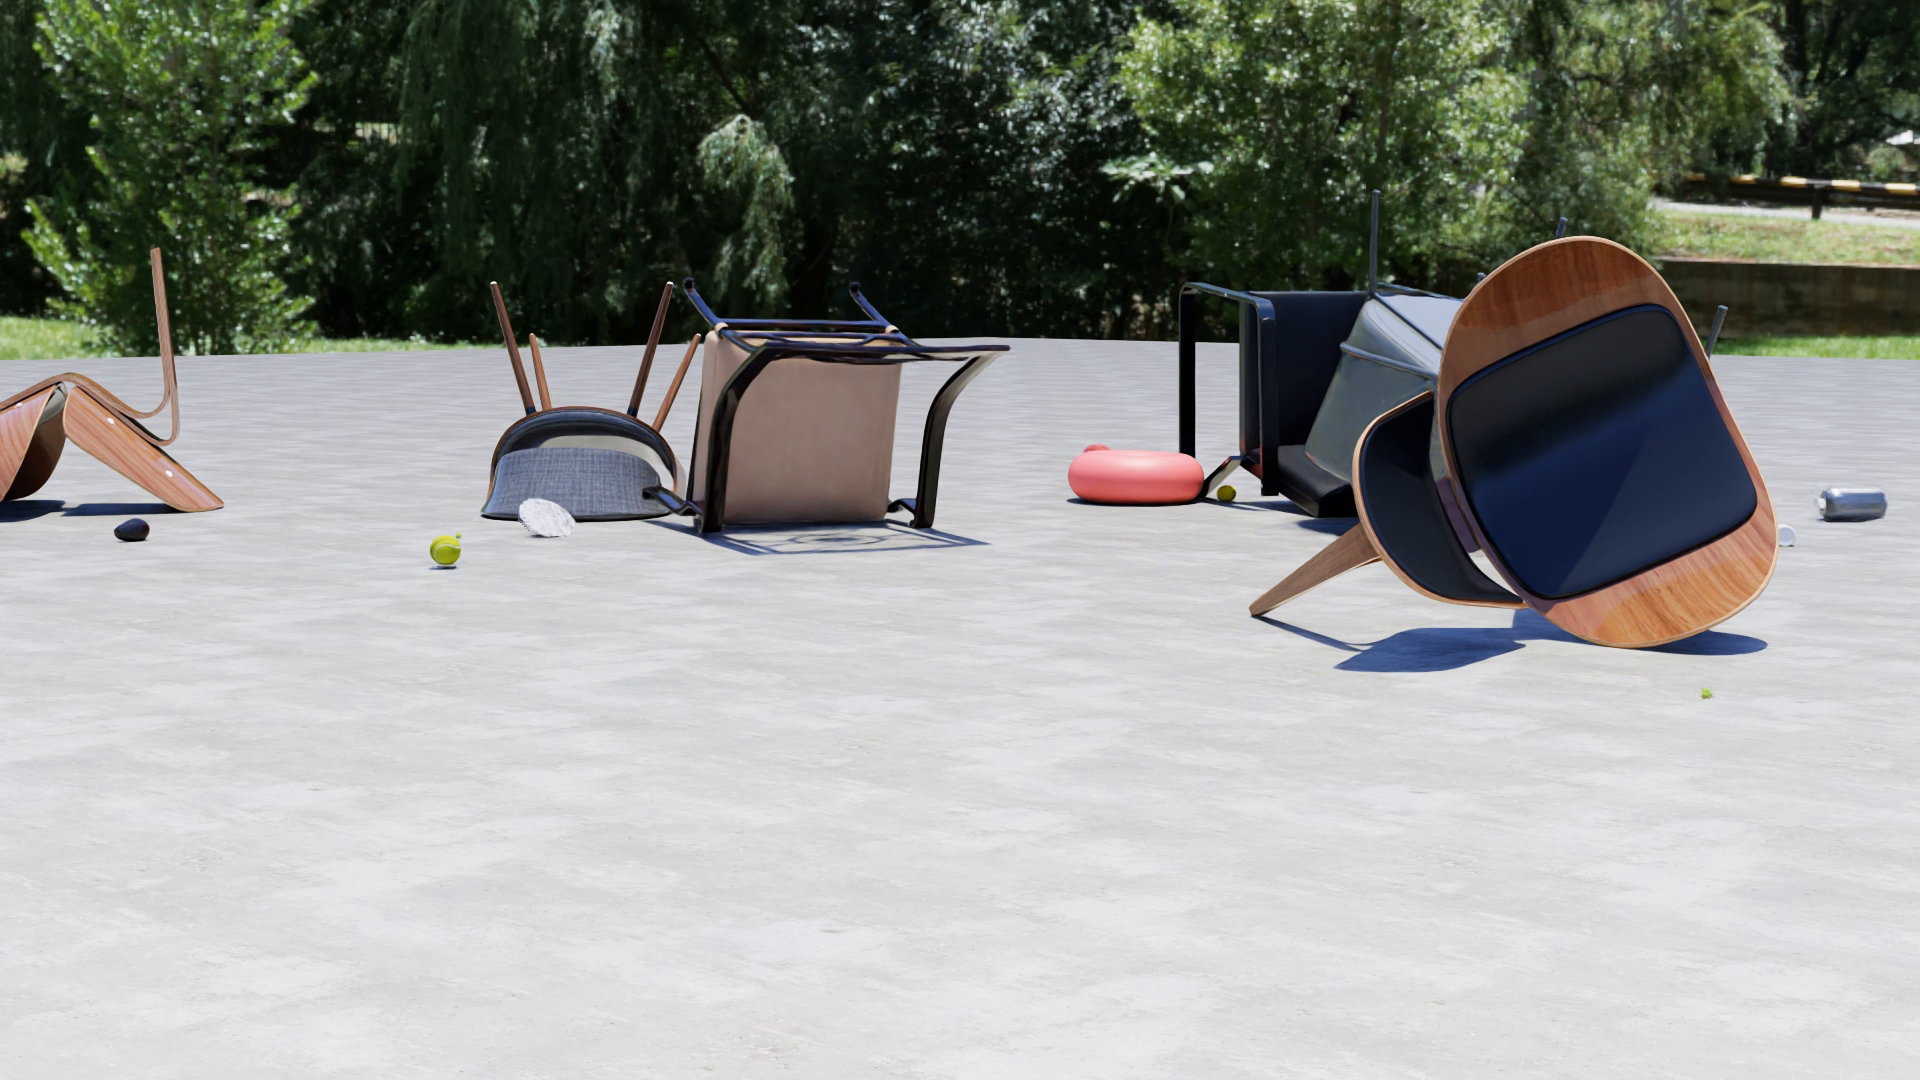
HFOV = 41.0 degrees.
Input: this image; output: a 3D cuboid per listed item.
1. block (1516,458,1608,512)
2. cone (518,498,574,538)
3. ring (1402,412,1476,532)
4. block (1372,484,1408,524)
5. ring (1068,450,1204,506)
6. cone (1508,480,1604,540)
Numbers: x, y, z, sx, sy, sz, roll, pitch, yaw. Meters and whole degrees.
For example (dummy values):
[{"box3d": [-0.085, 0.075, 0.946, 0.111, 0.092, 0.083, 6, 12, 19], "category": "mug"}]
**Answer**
[{"box3d": [1.693, -0.152, 7.216, 0.216, 0.138, 0.141, -4, 7, -32], "category": "block"}, {"box3d": [-1.057, -0.035, 6.527, 0.149, 0.070, 0.108, 27, 49, 0], "category": "cone"}, {"box3d": [1.237, -0.173, 6.625, 0.122, 0.314, 0.419, 11, -6, -1], "category": "ring"}, {"box3d": [1.165, -0.098, 6.906, 0.069, 0.094, 0.111, -1, 6, -14], "category": "block"}, {"box3d": [0.516, -0.184, 7.516, 0.399, 0.142, 0.413, 3, 5, 14], "category": "ring"}, {"box3d": [1.507, -0.039, 6.411, 0.224, 0.176, 0.119, 21, 38, 3], "category": "cone"}]
